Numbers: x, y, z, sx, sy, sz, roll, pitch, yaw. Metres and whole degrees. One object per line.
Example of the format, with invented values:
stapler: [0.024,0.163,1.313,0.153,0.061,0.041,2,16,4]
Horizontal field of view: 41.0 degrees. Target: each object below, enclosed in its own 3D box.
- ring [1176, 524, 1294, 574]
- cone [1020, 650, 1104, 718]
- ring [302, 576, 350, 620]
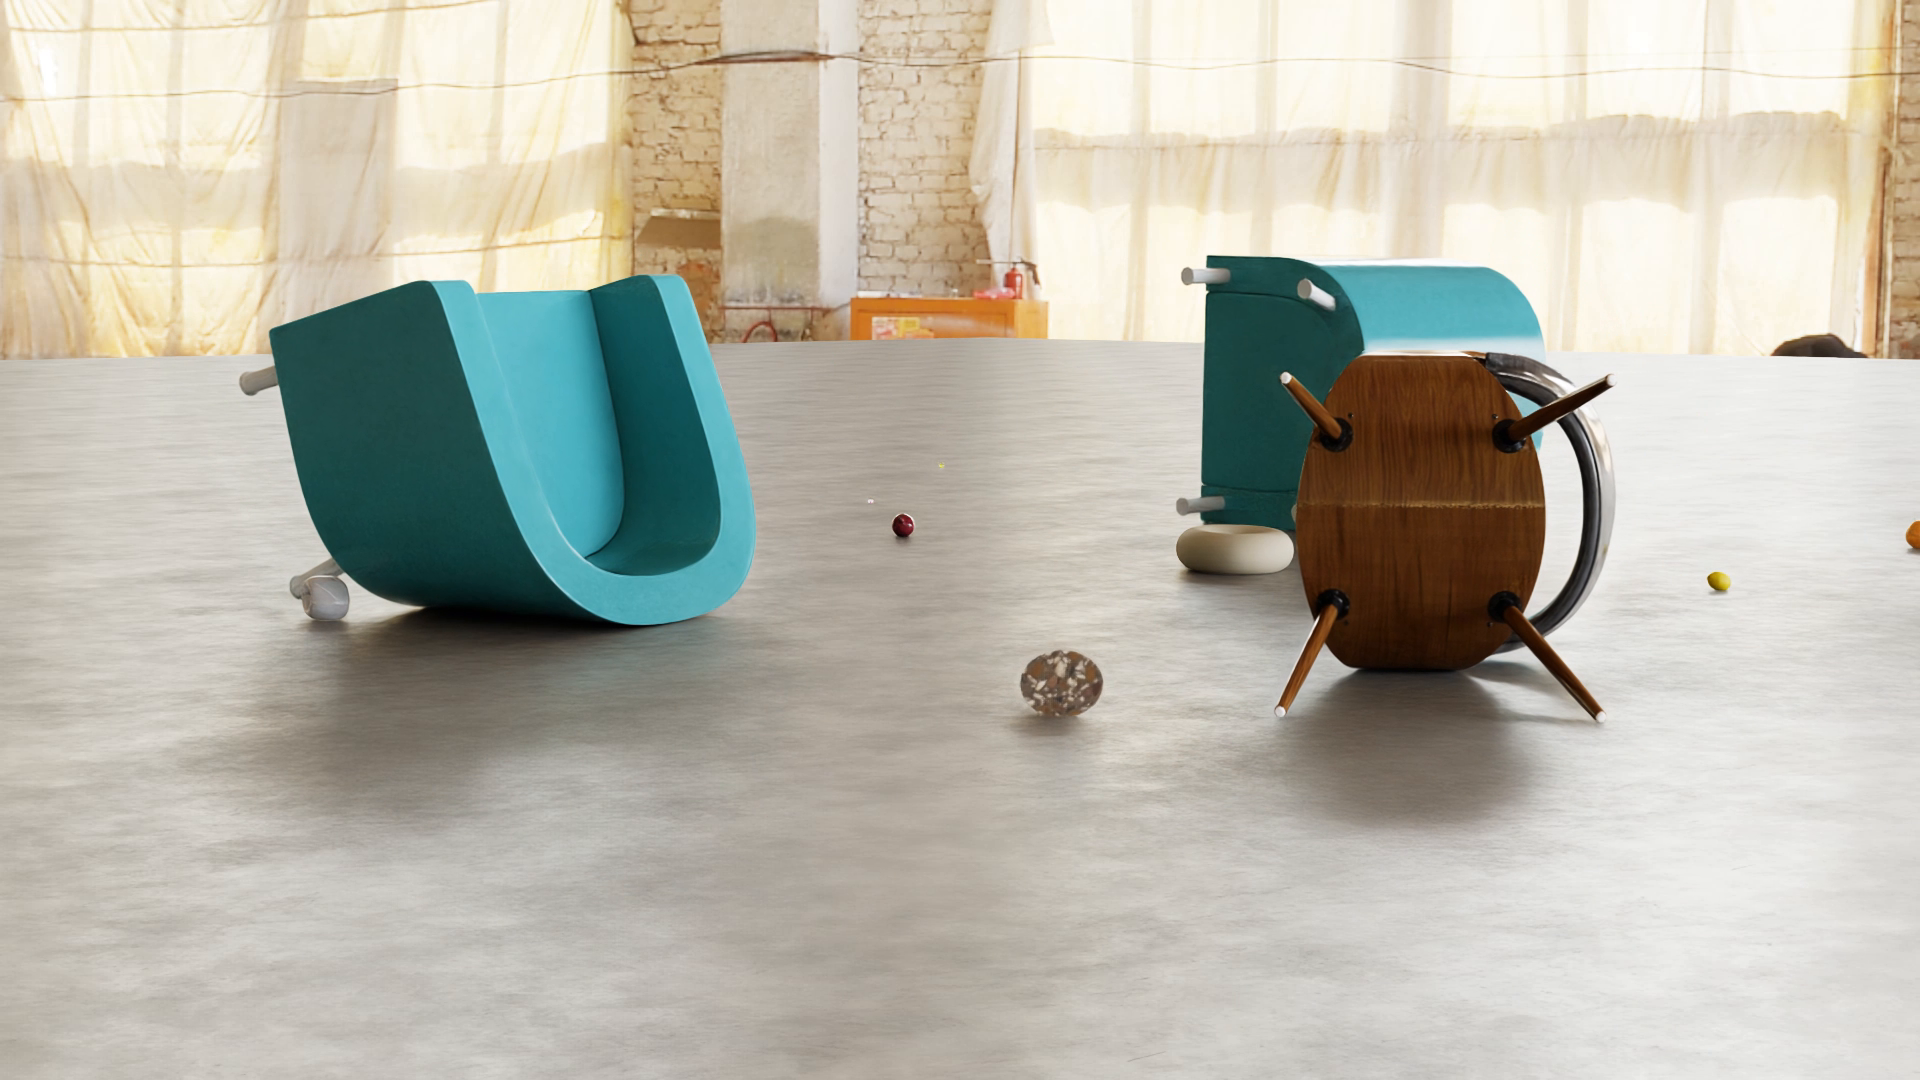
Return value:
ring: [0.618,0.021,5.770,0.264,0.092,0.272,1,7,3]
cone: [0.160,0.236,3.899,0.127,0.111,0.085,8,-26,15]
ring: [-1.221,0.112,4.936,0.074,0.083,0.121,2,17,-27]
